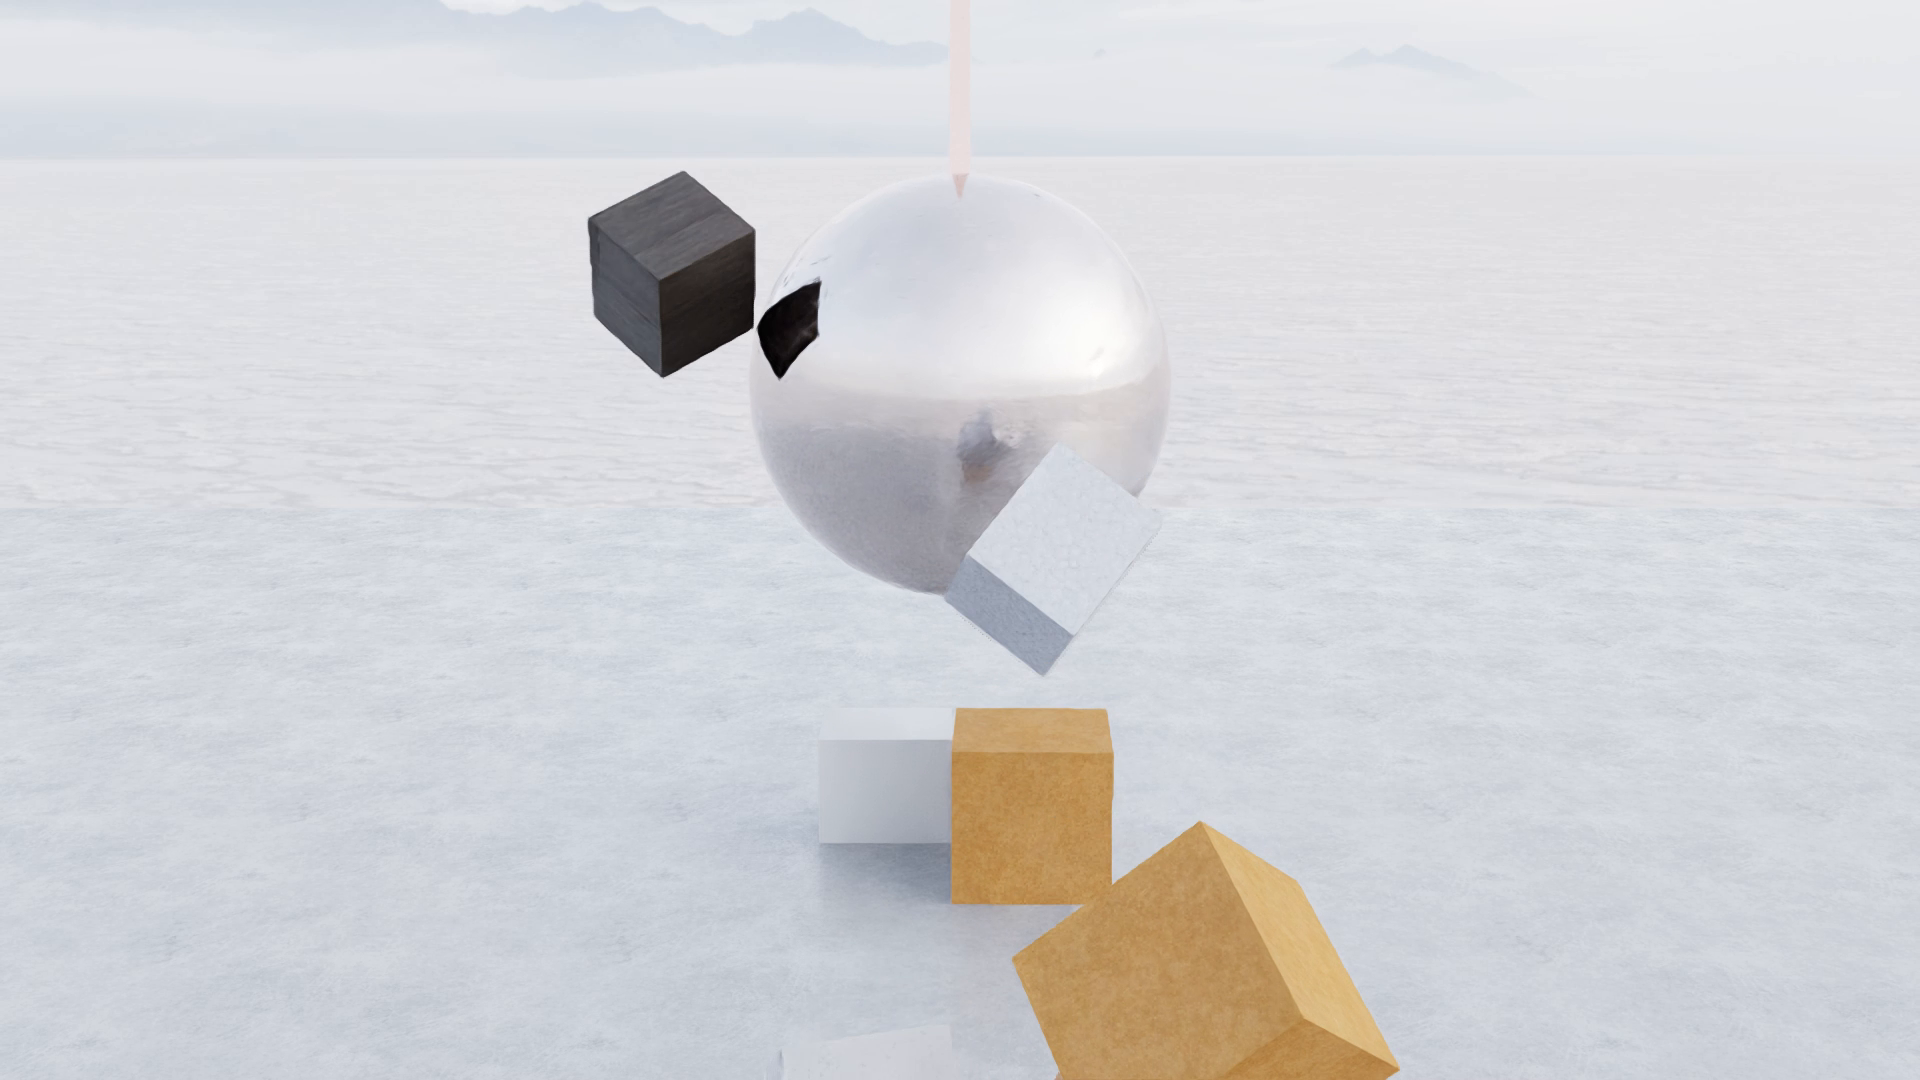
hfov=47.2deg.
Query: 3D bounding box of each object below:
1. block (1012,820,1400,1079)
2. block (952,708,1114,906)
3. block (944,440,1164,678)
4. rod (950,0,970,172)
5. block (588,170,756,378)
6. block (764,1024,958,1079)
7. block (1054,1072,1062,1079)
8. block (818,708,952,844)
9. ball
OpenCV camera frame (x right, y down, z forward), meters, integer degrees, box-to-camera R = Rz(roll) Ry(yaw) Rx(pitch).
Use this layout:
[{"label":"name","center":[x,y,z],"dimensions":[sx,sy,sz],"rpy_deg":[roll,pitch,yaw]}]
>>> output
[{"label":"block","center":[0.615,1.198,5.566],"dimensions":[0.535,0.621,0.595],"rpy_deg":[35,22,-46]},{"label":"block","center":[0.343,1.265,10.564],"dimensions":[0.744,0.732,0.807],"rpy_deg":[0,10,1]},{"label":"block","center":[0.285,0.065,6.887],"dimensions":[0.406,0.479,0.479],"rpy_deg":[38,-20,4]},{"label":"rod","center":[0.000,-3.843,9.291],"dimensions":[0.080,5.200,0.080],"rpy_deg":[0,-16,0]},{"label":"block","center":[-1.048,-0.971,8.036],"dimensions":[0.432,0.487,0.411],"rpy_deg":[-33,60,-29]},{"label":"block","center":[-0.283,1.880,6.731],"dimensions":[0.506,0.644,0.618],"rpy_deg":[-5,-19,-12]},{"label":"block","center":[0.417,1.787,5.890],"dimensions":[0.509,0.482,0.525],"rpy_deg":[26,23,-5]},{"label":"block","center":[-0.377,1.211,11.386],"dimensions":[0.670,0.543,0.631],"rpy_deg":[0,10,0]},{"label":"ball","center":[0.000,-0.582,8.328],"dimensions":[1.600,1.600,1.600],"rpy_deg":[0,10,0]}]
